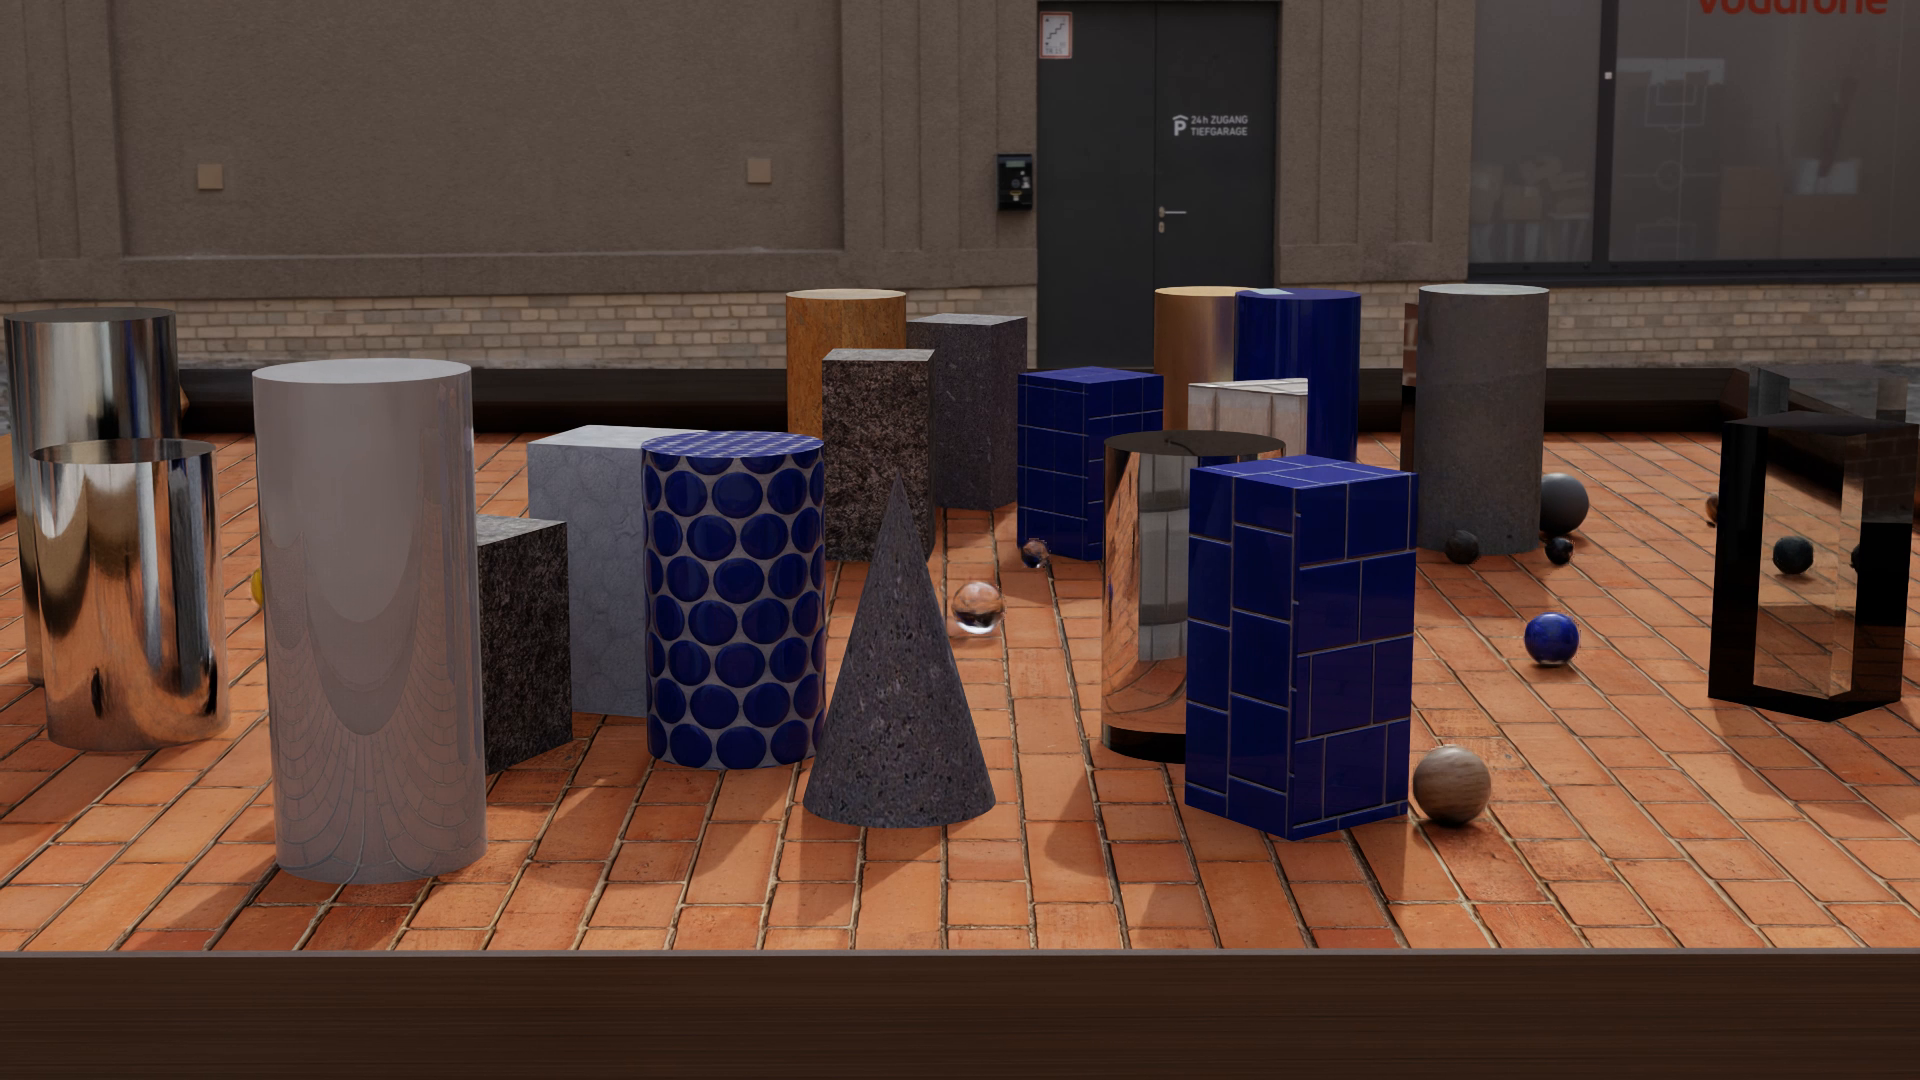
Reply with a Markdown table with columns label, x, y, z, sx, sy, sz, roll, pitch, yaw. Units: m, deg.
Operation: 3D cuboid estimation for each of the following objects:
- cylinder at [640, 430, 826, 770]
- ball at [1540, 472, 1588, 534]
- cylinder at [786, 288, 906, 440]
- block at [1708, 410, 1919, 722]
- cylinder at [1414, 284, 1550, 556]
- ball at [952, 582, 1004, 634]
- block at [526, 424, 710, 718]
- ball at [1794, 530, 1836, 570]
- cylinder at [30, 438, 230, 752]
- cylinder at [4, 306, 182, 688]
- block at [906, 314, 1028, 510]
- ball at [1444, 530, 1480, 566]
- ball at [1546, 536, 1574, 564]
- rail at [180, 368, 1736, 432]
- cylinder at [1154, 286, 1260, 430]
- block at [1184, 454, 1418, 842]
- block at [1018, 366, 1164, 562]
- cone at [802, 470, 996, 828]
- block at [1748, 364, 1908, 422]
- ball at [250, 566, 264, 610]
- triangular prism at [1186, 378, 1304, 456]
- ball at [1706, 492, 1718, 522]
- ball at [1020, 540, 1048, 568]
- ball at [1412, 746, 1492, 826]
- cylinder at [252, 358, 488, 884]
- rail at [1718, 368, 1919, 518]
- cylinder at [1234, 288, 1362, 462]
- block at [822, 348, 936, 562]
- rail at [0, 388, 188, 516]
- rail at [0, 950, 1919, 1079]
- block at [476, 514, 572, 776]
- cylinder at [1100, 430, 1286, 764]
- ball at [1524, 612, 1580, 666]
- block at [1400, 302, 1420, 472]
| label | x | y | z | sx | sy | sz | roll | pitch | yaw |
| --- | --- | --- | --- | --- | --- | --- | --- | --- | --- |
| cylinder | -0.241 | 0.060 | 2.746 | 0.194 | 0.330 | 0.194 | 0 | 11 | 0 |
| ball | 0.933 | -0.056 | 4.012 | 0.097 | 0.097 | 0.097 | 0 | 11 | 0 |
| cylinder | -0.184 | -0.219 | 4.162 | 0.194 | 0.361 | 0.194 | 0 | 11 | 0 |
| block | 0.980 | 0.026 | 2.950 | 0.155 | 0.323 | 0.155 | -9 | 14 | -40 |
| cylinder | 0.792 | -0.187 | 3.911 | 0.194 | 0.390 | 0.194 | 0 | 11 | 0 |
| ball | 0.023 | 0.087 | 3.315 | 0.069 | 0.069 | 0.069 | 0 | 11 | 0 |
| block | -0.389 | 0.033 | 2.958 | 0.155 | 0.307 | 0.155 | 3 | 11 | 18 |
| ball | 1.246 | 0.015 | 3.738 | 0.057 | 0.057 | 0.057 | 0 | 11 | 0 |
| cylinder | -0.909 | 0.056 | 2.817 | 0.194 | 0.312 | 0.194 | 0 | 11 | 0 |
| cylinder | -1.027 | -0.053 | 3.070 | 0.194 | 0.434 | 0.194 | 0 | 11 | 0 |
| block | 0.011 | -0.217 | 4.302 | 0.155 | 0.307 | 0.155 | 5 | 11 | 24 |
| ball | 0.739 | 0.011 | 3.773 | 0.051 | 0.051 | 0.051 | 0 | 11 | 0 |
| ball | 0.883 | 0.015 | 3.779 | 0.041 | 0.041 | 0.041 | 0 | 11 | 0 |
| rail | -0.010 | -0.275 | 5.105 | 3.122 | 0.126 | 0.045 | 0 | 11 | 0 |
| cylinder | 0.427 | -0.251 | 4.375 | 0.194 | 0.347 | 0.194 | 0 | 11 | 0 |
| block | 0.332 | 0.100 | 2.510 | 0.155 | 0.338 | 0.155 | -8 | 13 | -36 |
| block | 0.197 | -0.118 | 3.884 | 0.155 | 0.265 | 0.155 | -9 | 14 | -40 |
| cone | -0.061 | 0.094 | 2.540 | 0.194 | 0.338 | 0.194 | 0 | 11 | 0 |
| block | 1.148 | -0.064 | 3.425 | 0.155 | 0.325 | 0.155 | 0 | 11 | -2 |
| ball | -0.916 | 0.062 | 3.443 | 0.071 | 0.071 | 0.071 | 0 | 11 | 0 |
| triangular prism | 0.397 | -0.035 | 3.258 | 0.168 | 0.330 | 0.145 | 8 | 13 | 37 |
| ball | 1.224 | -0.054 | 4.125 | 0.050 | 0.050 | 0.050 | 0 | 11 | 0 |
| ball | 0.109 | 0.021 | 3.749 | 0.040 | 0.040 | 0.040 | 0 | 11 | 0 |
| ball | 0.477 | 0.238 | 2.485 | 0.076 | 0.076 | 0.076 | 0 | 11 | 0 |
| cylinder | -0.540 | 0.069 | 2.360 | 0.194 | 0.453 | 0.194 | 0 | 11 | 0 |
| rail | 1.537 | 0.031 | 3.458 | 0.045 | 0.126 | 3.415 | 0 | 11 | 0 |
| cylinder | 0.521 | -0.194 | 3.985 | 0.194 | 0.377 | 0.194 | 0 | 11 | 0 |
| block | -0.120 | -0.129 | 3.849 | 0.155 | 0.299 | 0.155 | 1 | 11 | 4 |
| rail | -1.537 | 0.034 | 3.440 | 0.045 | 0.126 | 3.415 | 0 | 11 | 0 |
| rail | 0.010 | 0.340 | 1.793 | 3.122 | 0.126 | 0.045 | 0 | 11 | 0 |
| block | -0.525 | 0.106 | 2.738 | 0.155 | 0.242 | 0.155 | 5 | 12 | 25 |
| cylinder | 0.250 | 0.057 | 2.767 | 0.194 | 0.328 | 0.194 | 0 | 11 | 0 |
| ball | 0.724 | 0.121 | 3.139 | 0.066 | 0.066 | 0.066 | 0 | 11 | 0 |
| block | 0.843 | -0.224 | 4.269 | 0.155 | 0.333 | 0.155 | -4 | 11 | -22 |
